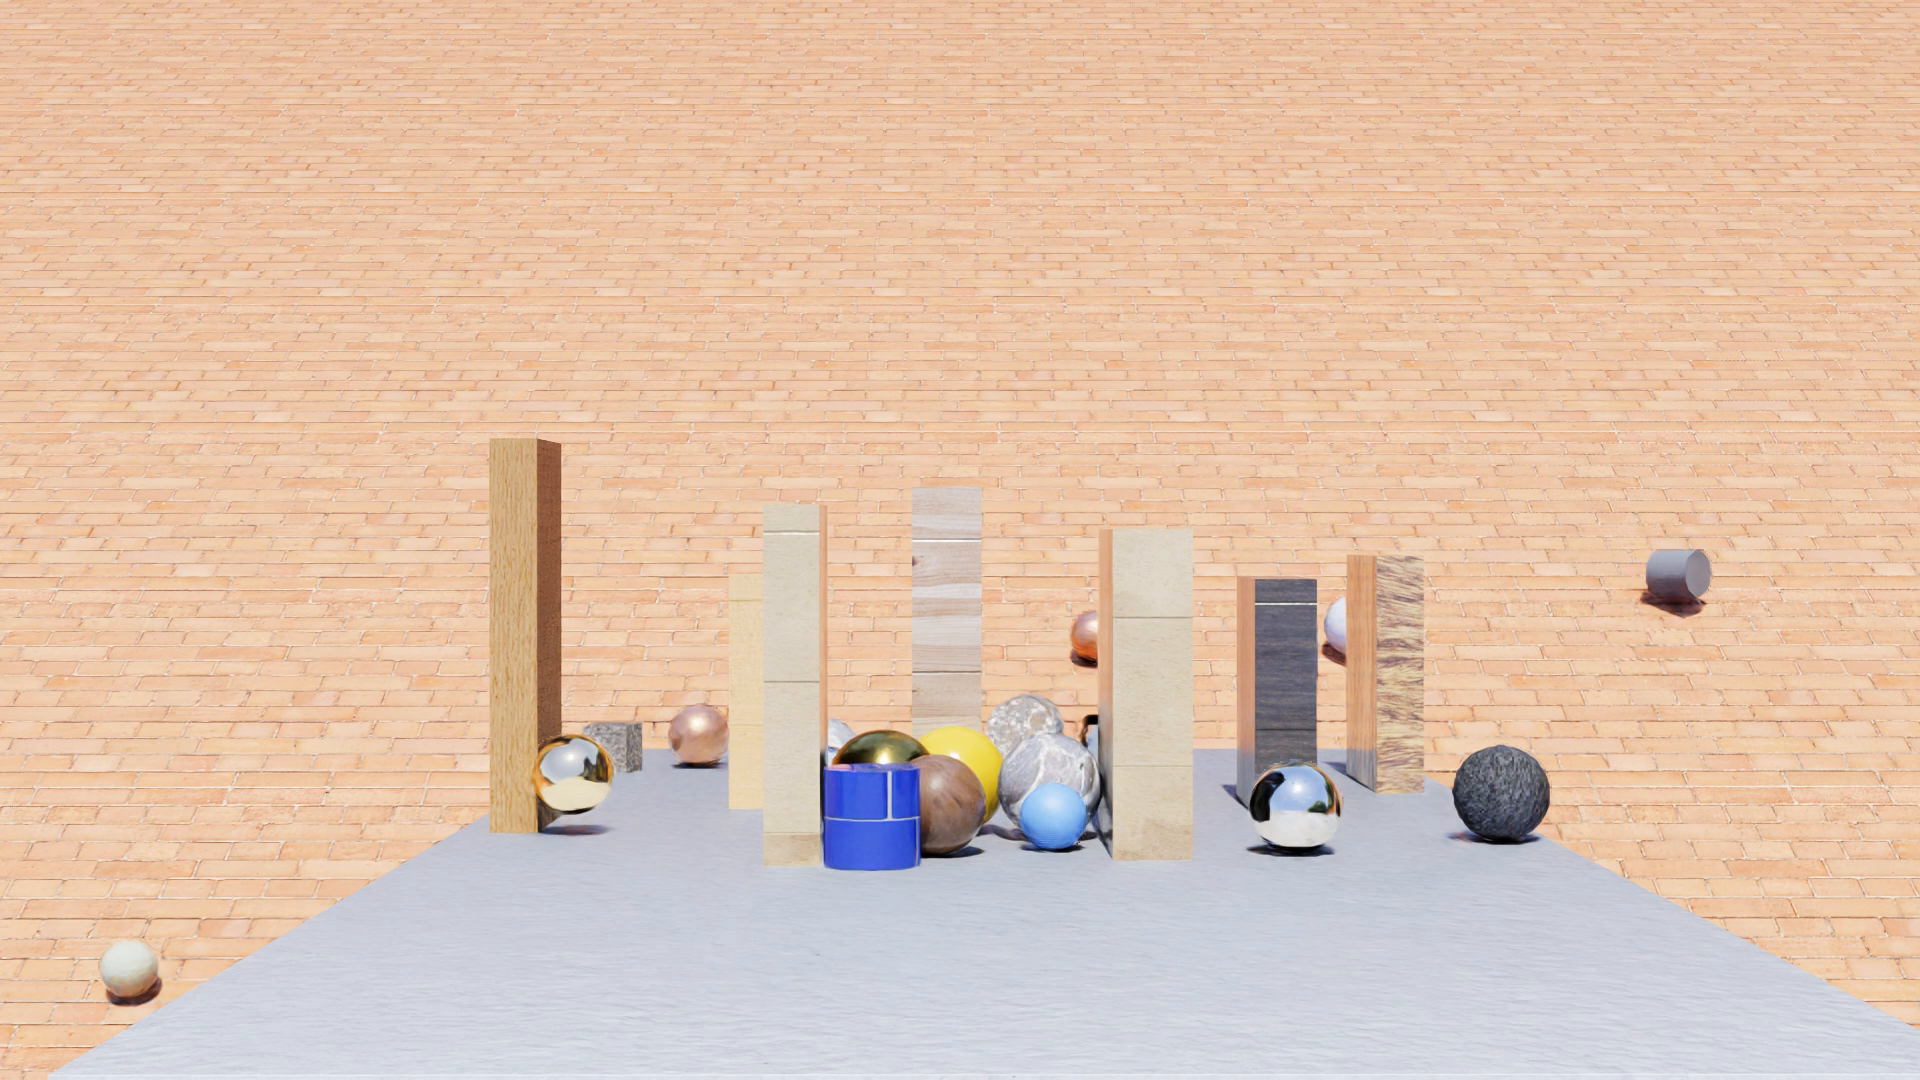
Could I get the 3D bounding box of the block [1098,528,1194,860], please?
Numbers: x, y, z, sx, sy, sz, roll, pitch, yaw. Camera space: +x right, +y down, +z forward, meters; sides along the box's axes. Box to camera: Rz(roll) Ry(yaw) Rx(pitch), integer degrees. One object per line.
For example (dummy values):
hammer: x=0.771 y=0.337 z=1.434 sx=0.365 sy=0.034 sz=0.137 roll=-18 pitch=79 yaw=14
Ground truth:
block: x=0.326 y=0.261 z=4.593 sx=0.135 sy=0.560 sz=0.441 roll=0 pitch=0 yaw=0

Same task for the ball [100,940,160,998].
ball: x=-1.897 y=0.979 z=5.908 sx=0.129 sy=0.129 sz=0.129 roll=0 pitch=30 yaw=0

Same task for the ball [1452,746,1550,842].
ball: x=0.972 y=0.455 z=4.645 sx=0.172 sy=0.172 sz=0.172 roll=0 pitch=30 yaw=0

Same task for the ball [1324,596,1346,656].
ball: x=1.096 y=0.238 z=7.171 sx=0.173 sy=0.173 sz=0.173 roll=0 pitch=30 yaw=0

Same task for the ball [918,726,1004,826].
ball: x=-0.012 y=0.442 z=4.765 sx=0.199 sy=0.199 sz=0.199 roll=0 pitch=30 yaw=0

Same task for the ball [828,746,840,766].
ball: x=-0.263 y=0.467 z=4.972 sx=0.147 sy=0.147 sz=0.147 roll=0 pitch=30 yaw=0

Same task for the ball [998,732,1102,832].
ball: x=0.163 y=0.445 z=4.678 sx=0.191 sy=0.191 sz=0.191 roll=0 pitch=30 yaw=0

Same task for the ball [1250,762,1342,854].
ball: x=0.579 y=0.462 z=4.463 sx=0.159 sy=0.159 sz=0.159 roll=0 pitch=30 yaw=0

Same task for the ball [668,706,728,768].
ball: x=-0.617 y=0.464 z=6.110 sx=0.148 sy=0.148 sz=0.148 roll=0 pitch=30 yaw=0

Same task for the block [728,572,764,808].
block: x=-0.422 y=0.304 z=5.318 sx=0.084 sy=0.471 sz=0.248 roll=0 pitch=0 yaw=0

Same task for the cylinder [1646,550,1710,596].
cylinder: x=2.055 y=0.096 z=7.400 sx=0.130 sy=0.130 sz=0.130 roll=-26 pitch=16 yaw=-38

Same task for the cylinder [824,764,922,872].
cylinder: x=-0.146 y=0.461 z=4.312 sx=0.163 sy=0.163 sz=0.163 roll=0 pitch=0 yaw=0

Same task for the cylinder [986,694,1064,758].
cylinder: x=0.157 y=0.455 z=6.210 sx=0.162 sy=0.162 sz=0.162 roll=6 pitch=1 yaw=11

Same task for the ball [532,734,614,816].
ball: x=-0.711 y=0.431 z=4.750 sx=0.148 sy=0.148 sz=0.148 roll=0 pitch=30 yaw=0

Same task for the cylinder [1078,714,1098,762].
cylinder: x=0.310 y=0.444 z=5.246 sx=0.147 sy=0.147 sz=0.147 roll=6 pitch=71 yaw=11

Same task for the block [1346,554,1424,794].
block: x=0.935 y=0.286 z=5.706 sx=0.100 sy=0.504 sz=0.427 roll=0 pitch=0 yaw=0

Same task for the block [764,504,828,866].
block: x=-0.280 y=0.241 z=4.437 sx=0.093 sy=0.601 sz=0.277 roll=0 pitch=0 yaw=0

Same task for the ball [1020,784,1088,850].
ball: x=0.163 y=0.483 z=4.513 sx=0.117 sy=0.117 sz=0.117 roll=0 pitch=30 yaw=0

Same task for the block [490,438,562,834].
block: x=-0.825 y=0.176 z=4.923 sx=0.088 sy=0.729 sz=0.294 roll=0 pitch=0 yaw=0

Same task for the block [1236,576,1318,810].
block: x=0.637 y=0.308 z=5.219 sx=0.121 sy=0.464 sz=0.332 roll=0 pitch=0 yaw=0

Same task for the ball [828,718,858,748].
ball: x=-0.284 y=0.451 z=5.314 sx=0.176 sy=0.176 sz=0.176 roll=0 pitch=30 yaw=0

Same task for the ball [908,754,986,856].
ball: x=-0.041 y=0.455 z=4.444 sx=0.173 sy=0.173 sz=0.173 roll=0 pitch=30 yaw=0

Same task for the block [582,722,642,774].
block: x=-0.809 y=0.483 z=6.022 sx=0.109 sy=0.109 sz=0.109 roll=0 pitch=0 yaw=12

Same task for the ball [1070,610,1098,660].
ball: x=0.374 y=0.265 z=7.159 sx=0.138 sy=0.138 sz=0.138 roll=0 pitch=30 yaw=0

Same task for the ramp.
ramp: x=0.066 y=0.591 z=4.644 sx=2.000 sy=0.100 sz=4.000 roll=0 pitch=0 yaw=0

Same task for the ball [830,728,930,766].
ball: x=-0.136 y=0.439 z=4.607 sx=0.205 sy=0.205 sz=0.205 roll=0 pitch=30 yaw=0

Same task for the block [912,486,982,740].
block: x=-0.025 y=0.220 z=5.073 sx=0.131 sy=0.641 sz=0.418 roll=0 pitch=0 yaw=0
